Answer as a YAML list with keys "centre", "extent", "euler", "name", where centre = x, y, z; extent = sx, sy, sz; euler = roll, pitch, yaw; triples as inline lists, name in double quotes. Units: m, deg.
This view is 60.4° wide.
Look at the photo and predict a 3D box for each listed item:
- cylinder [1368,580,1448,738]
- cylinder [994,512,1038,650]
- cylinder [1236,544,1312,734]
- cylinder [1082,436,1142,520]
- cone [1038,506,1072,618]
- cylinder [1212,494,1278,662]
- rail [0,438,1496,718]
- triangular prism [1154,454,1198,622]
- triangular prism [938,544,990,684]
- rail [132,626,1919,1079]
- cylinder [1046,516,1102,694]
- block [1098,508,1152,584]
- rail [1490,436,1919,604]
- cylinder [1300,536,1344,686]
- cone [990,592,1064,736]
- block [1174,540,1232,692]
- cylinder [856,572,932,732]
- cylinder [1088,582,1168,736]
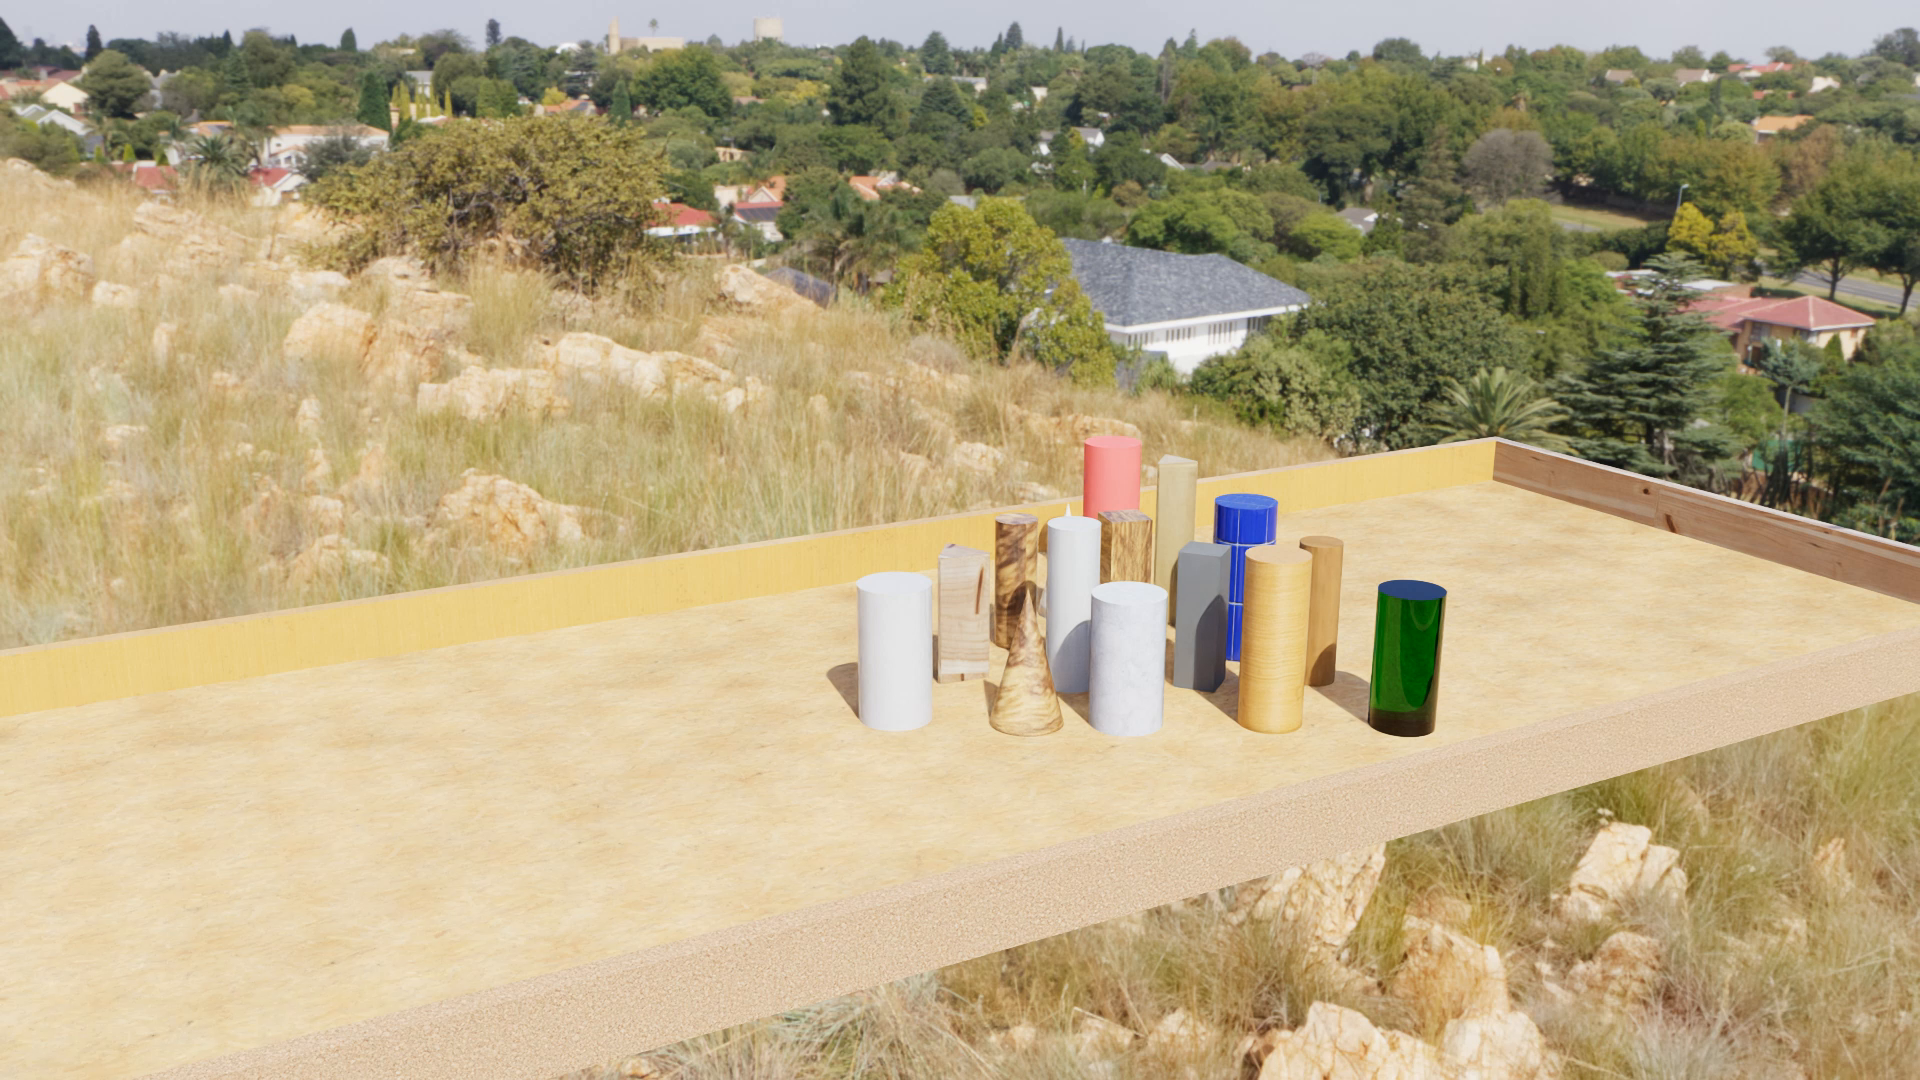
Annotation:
- centre: [1.038, 0.274, 3.832]
  extent: [0.155, 0.333, 0.155]
  euler: [0, 16, 0]
  name: "cylinder"
- centre: [0.148, 0.110, 4.370]
  extent: [0.113, 0.345, 0.113]
  euler: [0, 16, 0]
  name: "cylinder"
- centre: [0.730, 0.231, 3.836]
  extent: [0.152, 0.413, 0.152]
  euler: [0, 16, 0]
  name: "cylinder"
- centre: [0.445, -0.079, 4.859]
  extent: [0.166, 0.431, 0.166]
  euler: [0, 16, 0]
  name: "cylinder"
- centre: [0.300, 0.049, 4.618]
  extent: [0.162, 0.321, 0.162]
  euler: [0, 16, 0]
  name: "cone"
- centre: [0.736, 0.097, 4.295]
  extent: [0.162, 0.410, 0.162]
  euler: [0, 16, 0]
  name: "cylinder"
- centre: [-3.305, 0.497, 3.399]
  extent: [12.000, 0.150, 0.050]
  euler: [-9, 18, -27]
  name: "rail"
- centre: [0.578, -0.003, 4.558]
  extent: [0.112, 0.456, 0.097]
  euler: [-4, 17, -12]
  name: "triangular prism"
- centre: [-0.010, 0.181, 4.157]
  extent: [0.135, 0.329, 0.117]
  euler: [-6, 18, -20]
  name: "triangular prism"
- centre: [-2.336, 1.006, 1.665]
  extent: [12.000, 0.150, 0.050]
  euler: [-9, 18, -27]
  name: "rail"
- centre: [0.278, 0.159, 4.073]
  extent: [0.131, 0.417, 0.131]
  euler: [0, 16, 0]
  name: "cylinder"
- centre: [0.431, 0.107, 4.362]
  extent: [0.111, 0.355, 0.111]
  euler: [-4, 17, -15]
  name: "block"
- centre: [2.466, -0.048, 5.253]
  extent: [0.050, 0.150, 2.100]
  euler: [-9, 18, -27]
  name: "rail"
- centre: [0.891, 0.177, 4.112]
  extent: [0.107, 0.361, 0.107]
  euler: [0, 16, 0]
  name: "cylinder"
- centre: [0.157, 0.270, 3.846]
  extent: [0.177, 0.333, 0.177]
  euler: [0, 16, 0]
  name: "cone"
- centre: [0.600, 0.190, 4.087]
  extent: [0.105, 0.351, 0.105]
  euler: [7, 18, 22]
  name: "block"
- centre: [-0.153, 0.260, 3.877]
  extent: [0.176, 0.335, 0.176]
  euler: [0, 16, 0]
  name: "cylinder"
- centre: [0.391, 0.276, 3.848]
  extent: [0.175, 0.321, 0.175]
  euler: [0, 16, 0]
  name: "cylinder"
